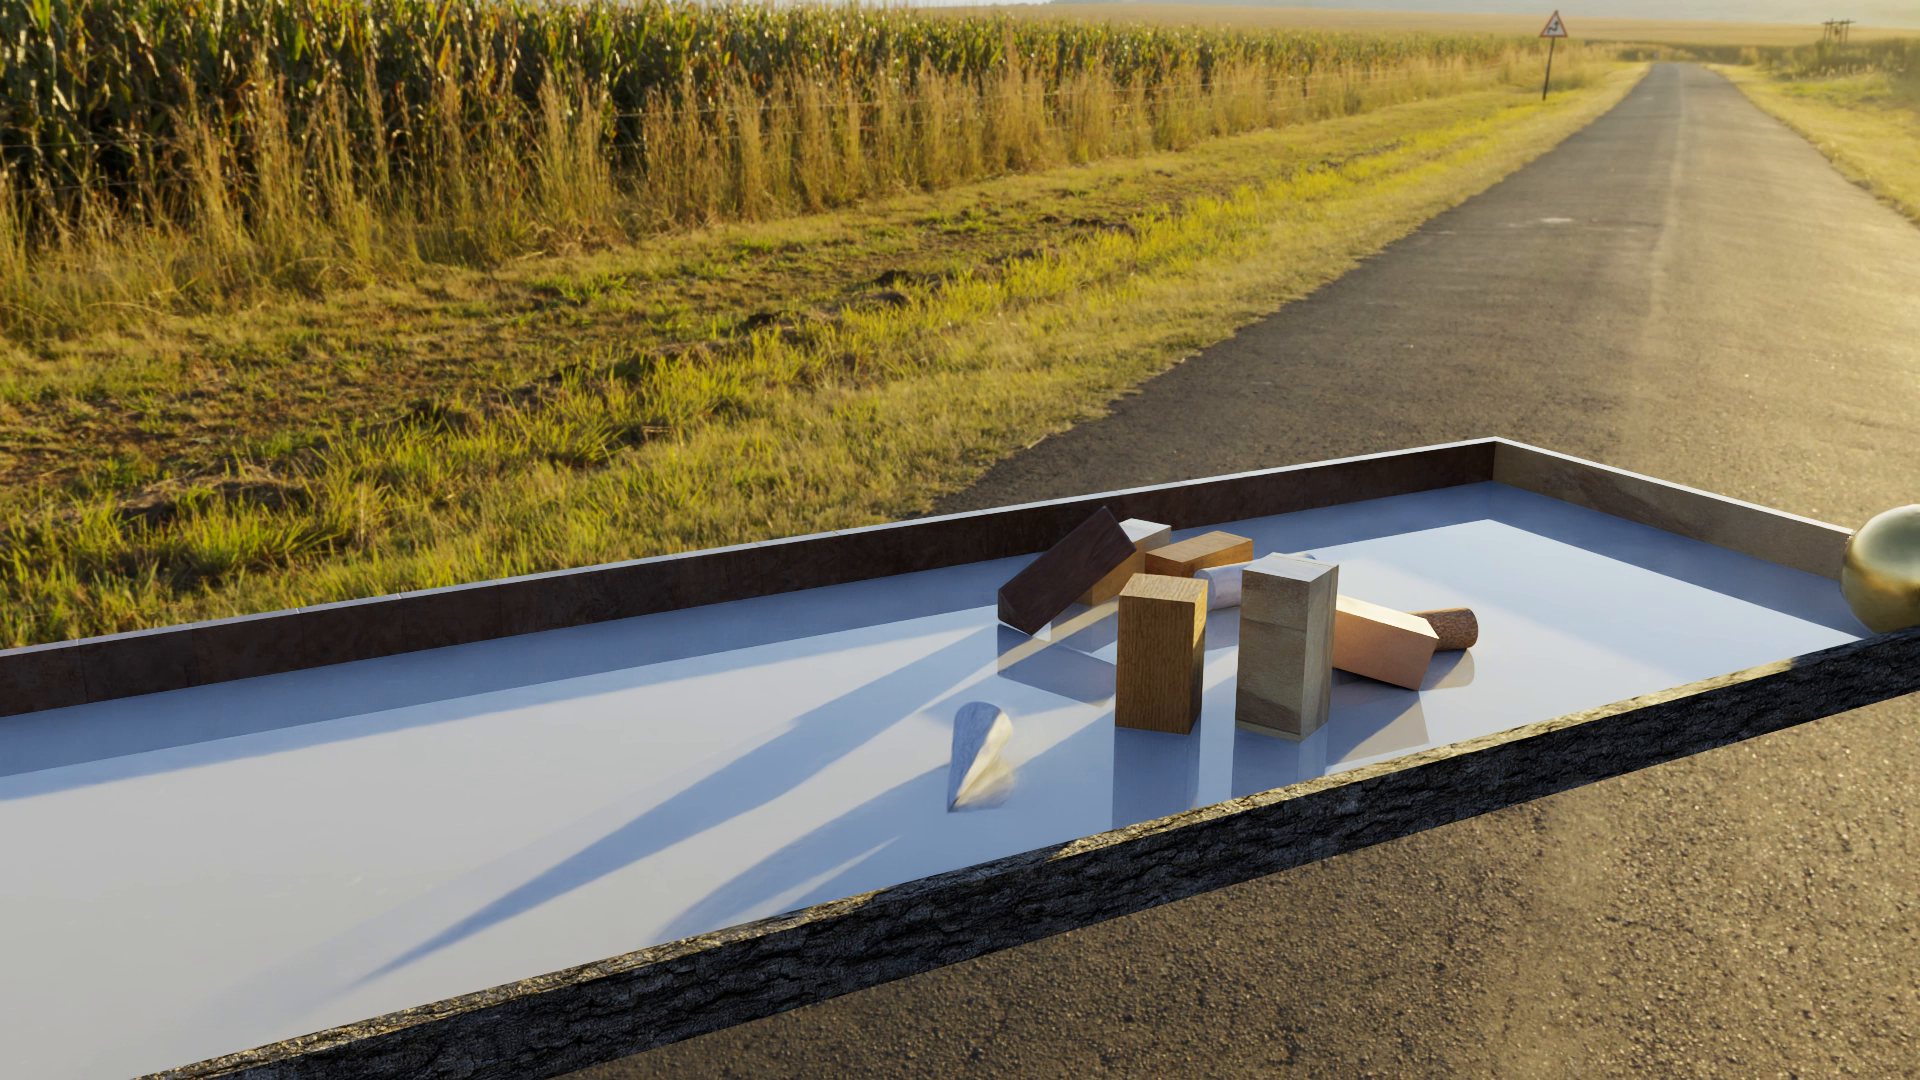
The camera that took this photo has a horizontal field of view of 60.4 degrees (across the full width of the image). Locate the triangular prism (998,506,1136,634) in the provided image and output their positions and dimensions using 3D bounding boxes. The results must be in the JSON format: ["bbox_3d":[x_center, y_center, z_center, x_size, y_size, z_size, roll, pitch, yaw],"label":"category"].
[{"bbox_3d":[0.278,0.072,4.563,0.407,0.132,0.153,-38,34,-22],"label":"triangular prism"}]

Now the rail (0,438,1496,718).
[{"bbox_3d":[-3.305,0.497,3.399,12.000,0.150,0.050,-9,18,-27],"label":"rail"}]

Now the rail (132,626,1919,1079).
[{"bbox_3d":[-2.336,1.006,1.665,12.000,0.150,0.050,-9,18,-27],"label":"rail"}]

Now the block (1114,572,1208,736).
[{"bbox_3d":[0.473,0.265,3.877,0.176,0.324,0.176,5,17,17],"label":"block"}]

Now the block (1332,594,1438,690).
[{"bbox_3d":[0.947,0.228,4.125,0.438,0.144,0.144,16,17,-2],"label":"block"}]

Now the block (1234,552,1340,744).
[{"bbox_3d":[0.757,0.247,3.827,0.164,0.388,0.164,11,20,34],"label":"block"}]

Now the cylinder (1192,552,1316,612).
[{"bbox_3d":[0.851,0.119,4.737,0.367,0.120,0.120,-8,18,-26],"label":"cylinder"}]

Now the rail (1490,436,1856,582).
[{"bbox_3d":[2.466,-0.048,5.253,0.050,0.150,2.100,-9,18,-27],"label":"rail"}]

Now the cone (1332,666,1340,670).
[{"bbox_3d":[0.918,0.308,4.211,0.352,0.109,0.109,8,16,-5],"label":"cone"}]

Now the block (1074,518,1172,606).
[{"bbox_3d":[0.452,0.062,4.893,0.142,0.142,0.432,12,20,36],"label":"block"}]

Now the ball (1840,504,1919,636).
[{"bbox_3d":[2.545,0.093,4.376,0.374,0.374,0.374,0,16,0],"label":"ball"}]

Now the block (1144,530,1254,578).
[{"bbox_3d":[0.701,0.082,4.835,0.333,0.135,0.135,-15,22,-41],"label":"block"}]

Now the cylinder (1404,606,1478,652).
[{"bbox_3d":[1.149,0.247,4.320,0.404,0.109,0.109,-5,17,-15],"label":"cylinder"}]

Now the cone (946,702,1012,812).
[{"bbox_3d":[0.012,0.493,3.563,0.132,0.132,0.325,4,28,14],"label":"cone"}]
